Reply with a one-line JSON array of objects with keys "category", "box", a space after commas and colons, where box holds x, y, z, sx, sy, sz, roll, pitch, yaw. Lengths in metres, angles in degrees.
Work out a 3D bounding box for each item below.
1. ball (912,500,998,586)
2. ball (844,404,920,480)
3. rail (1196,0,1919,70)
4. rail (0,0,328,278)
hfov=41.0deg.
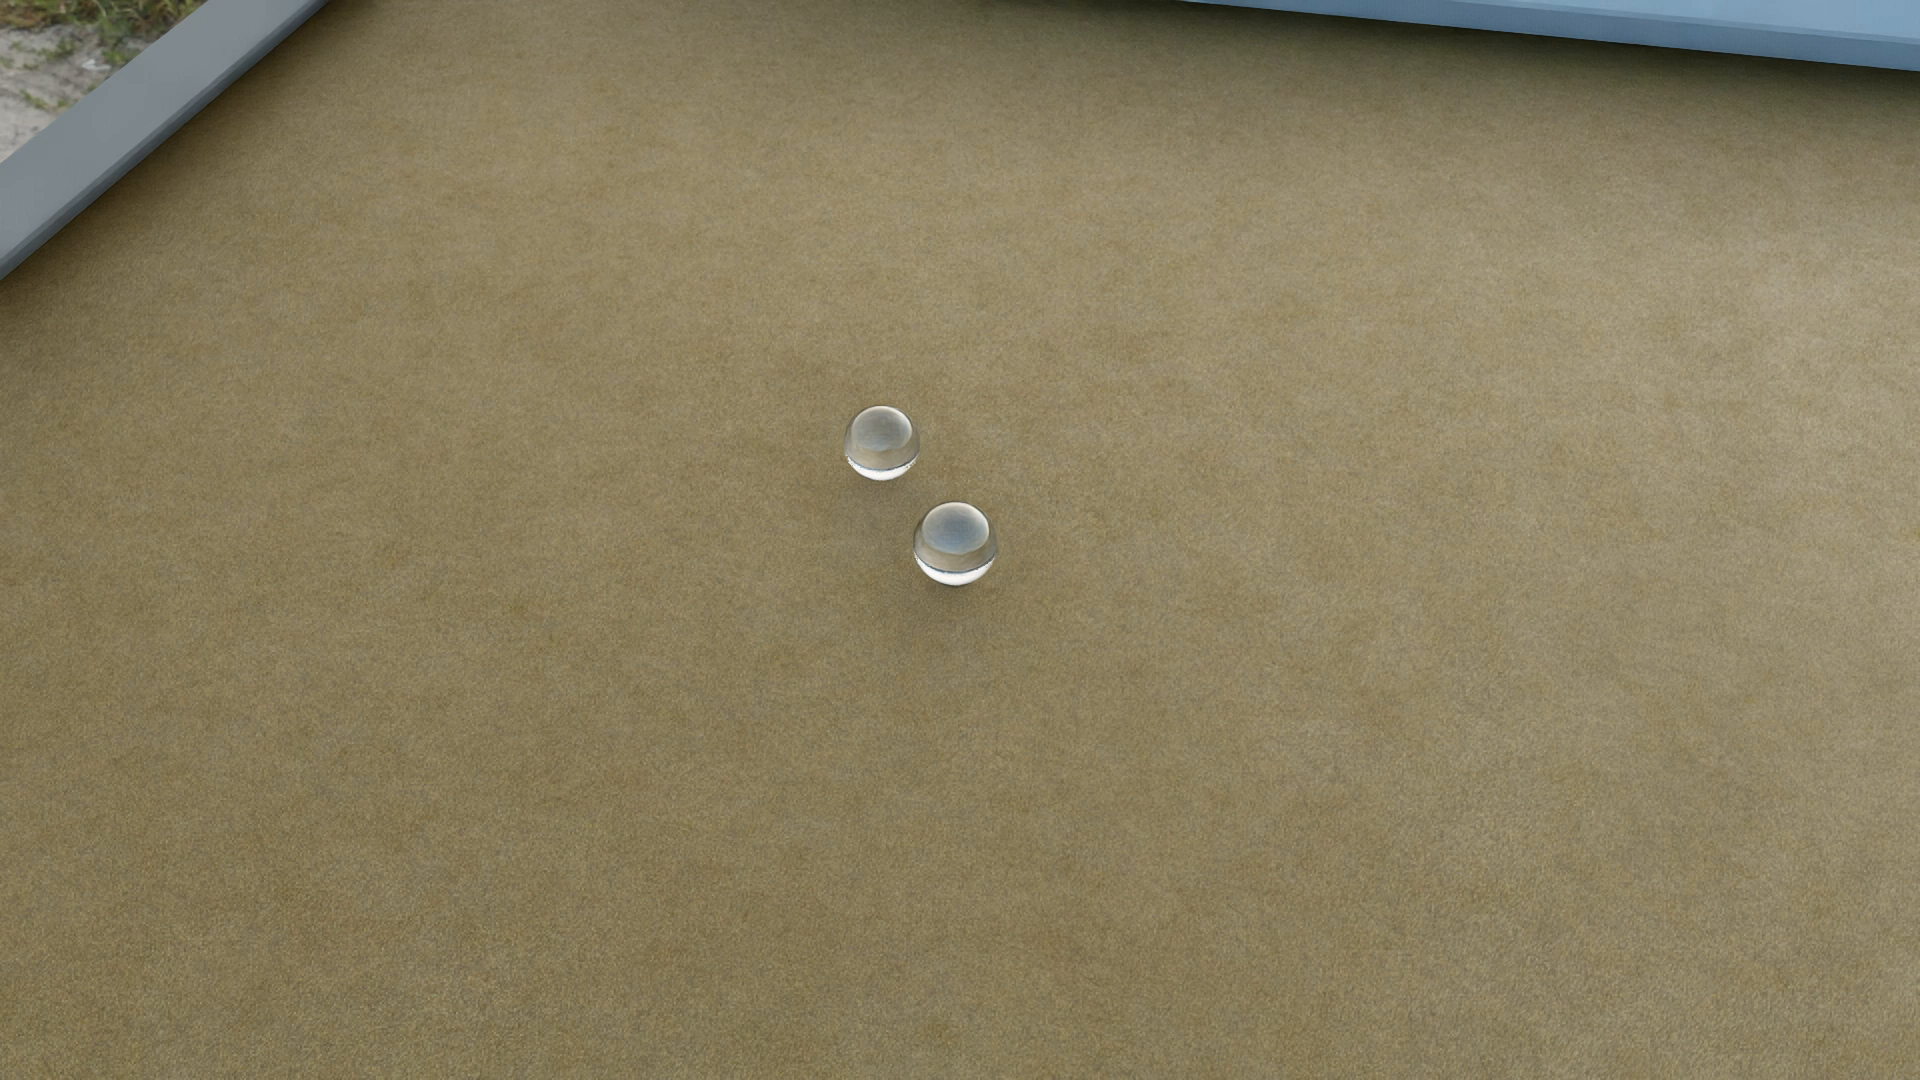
[{"category": "ball", "box": [-0.004, 0.002, 1.948, 0.065, 0.065, 0.065, 0, 34, 0]}, {"category": "ball", "box": [-0.063, -0.079, 2.070, 0.062, 0.062, 0.062, 0, 34, 0]}, {"category": "rail", "box": [1.225, -0.505, 2.664, 3.898, 0.099, 0.045, 8, 35, 12]}, {"category": "rail", "box": [-0.922, -0.146, 2.134, 0.045, 0.099, 2.337, 8, 35, 12]}]
